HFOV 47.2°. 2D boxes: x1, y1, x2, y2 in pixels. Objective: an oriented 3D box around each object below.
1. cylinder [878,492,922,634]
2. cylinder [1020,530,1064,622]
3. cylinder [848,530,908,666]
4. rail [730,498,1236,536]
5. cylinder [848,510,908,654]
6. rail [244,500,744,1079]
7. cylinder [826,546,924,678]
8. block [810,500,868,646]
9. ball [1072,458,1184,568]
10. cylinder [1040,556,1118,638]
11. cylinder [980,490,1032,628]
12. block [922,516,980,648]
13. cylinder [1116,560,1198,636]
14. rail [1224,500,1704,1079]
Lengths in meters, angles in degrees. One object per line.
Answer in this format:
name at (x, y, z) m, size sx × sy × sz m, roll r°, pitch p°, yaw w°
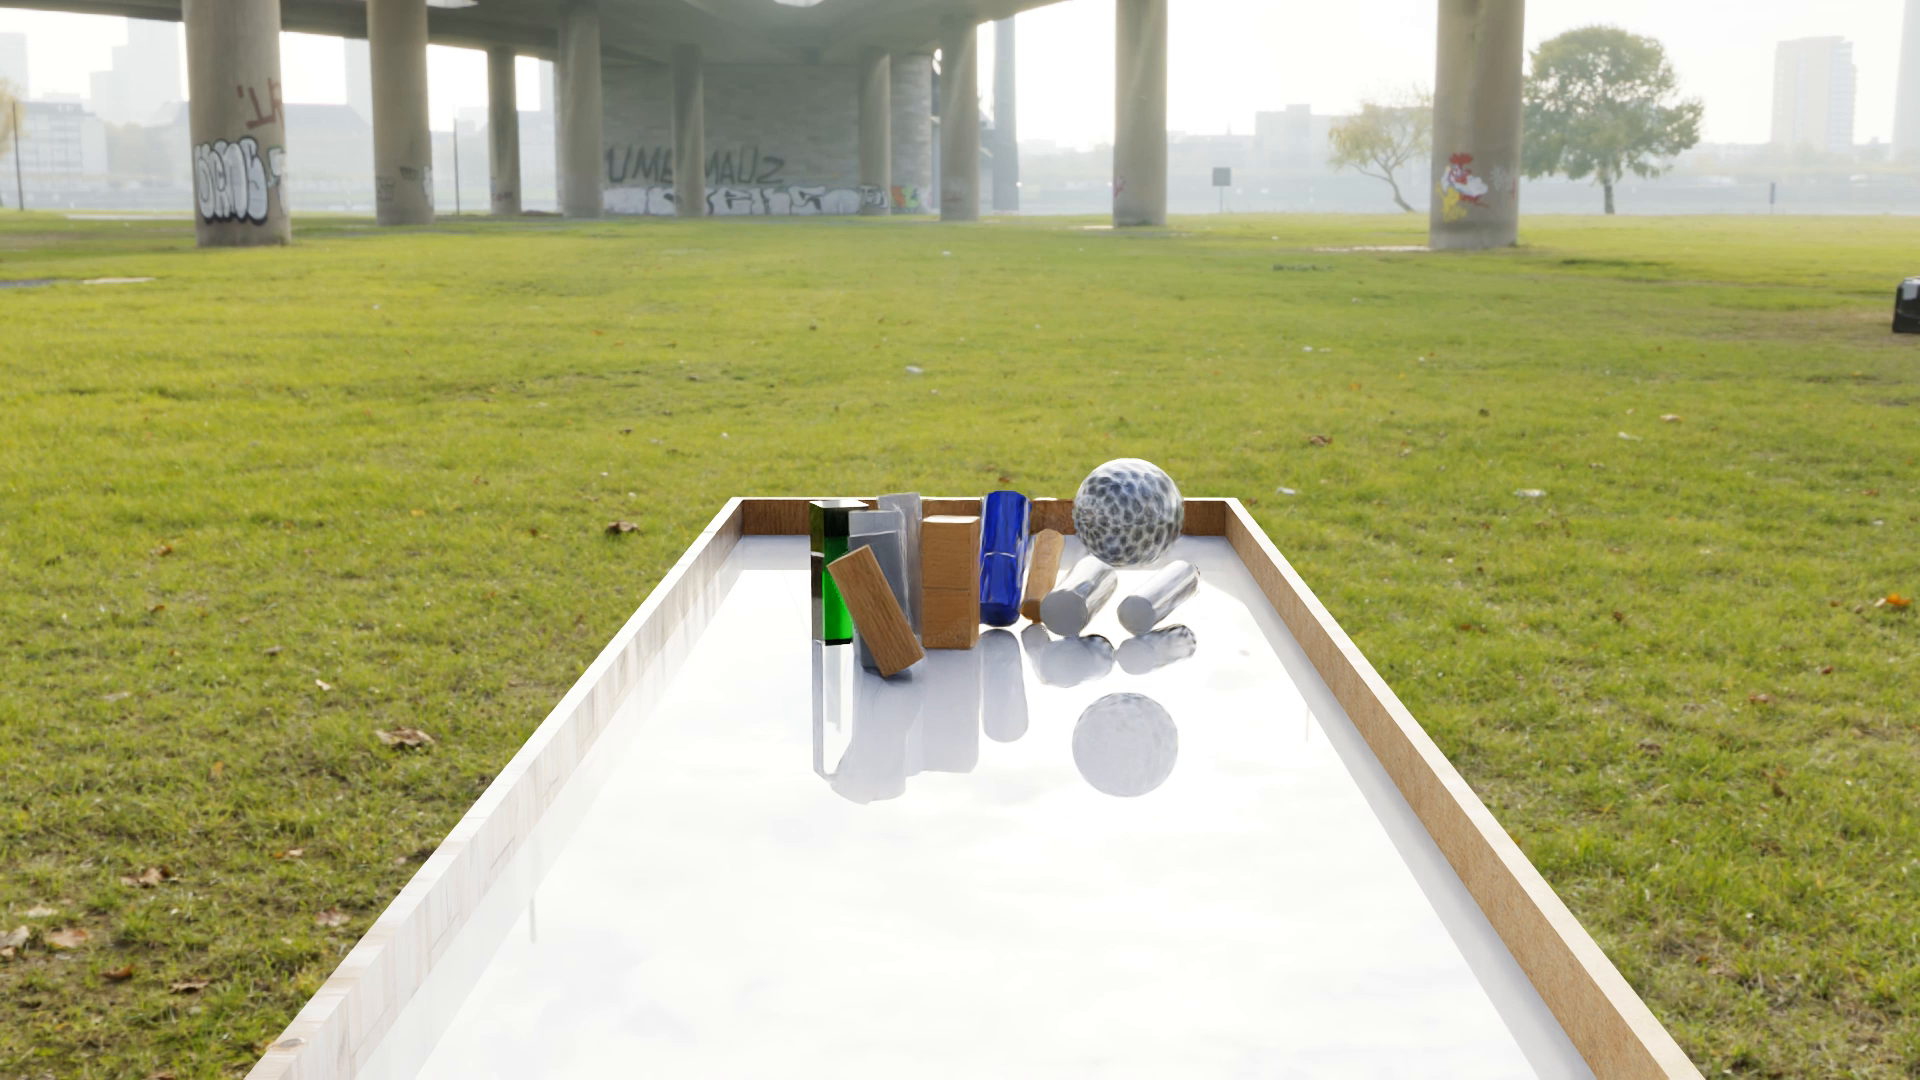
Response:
cylinder at (-0.174, 0.077, 7.042) m, size 0.137 × 0.447 × 0.137 m, roll -5°, pitch 2°, yaw 0°
cylinder at (0.277, 0.119, 7.382) m, size 0.100 × 0.100 × 0.356 m, roll 2°, pitch 42°, yaw 12°
cylinder at (-0.240, 0.175, 6.596) m, size 0.150 × 0.390 × 0.150 m, roll -6°, pitch 2°, yaw 0°
rail at (0.099, -0.098, 9.147) m, size 2.100 × 0.150 × 0.050 m, roll 0°, pitch 9°, yaw 1°
cylinder at (-0.249, 0.129, 6.756) m, size 0.174 × 0.433 × 0.174 m, roll -2°, pitch 2°, yaw 0°
rail at (-1.004, 0.839, 3.234) m, size 0.050 × 0.150 × 12.000 m, roll 0°, pitch 9°, yaw 1°
cylinder at (-0.247, 0.208, 6.453) m, size 0.138 × 0.366 × 0.138 m, roll -27°, pitch 3°, yaw 2°
block at (-0.381, 0.102, 6.963) m, size 0.147 × 0.439 × 0.147 m, roll -3°, pitch 10°, yaw -21°
ball at (0.543, -0.085, 7.100) m, size 0.358 × 0.358 × 0.358 m, roll 0°, pitch 9°, yaw 0°
cylinder at (0.390, 0.185, 7.165) m, size 0.164 × 0.164 × 0.354 m, roll 3°, pitch 18°, yaw 19°
cylinder at (0.135, 0.061, 7.242) m, size 0.165 × 0.432 × 0.165 m, roll 5°, pitch -32°, yaw 3°
block at (-0.028, 0.130, 6.909) m, size 0.154 × 0.396 × 0.154 m, roll 2°, pitch 7°, yaw 11°
cylinder at (0.655, 0.189, 7.256) m, size 0.135 × 0.135 × 0.456 m, roll 4°, pitch 15°, yaw 23°
rail at (1.046, 0.843, 3.208) m, size 0.050 × 0.150 × 12.000 m, roll 0°, pitch 9°, yaw 1°
